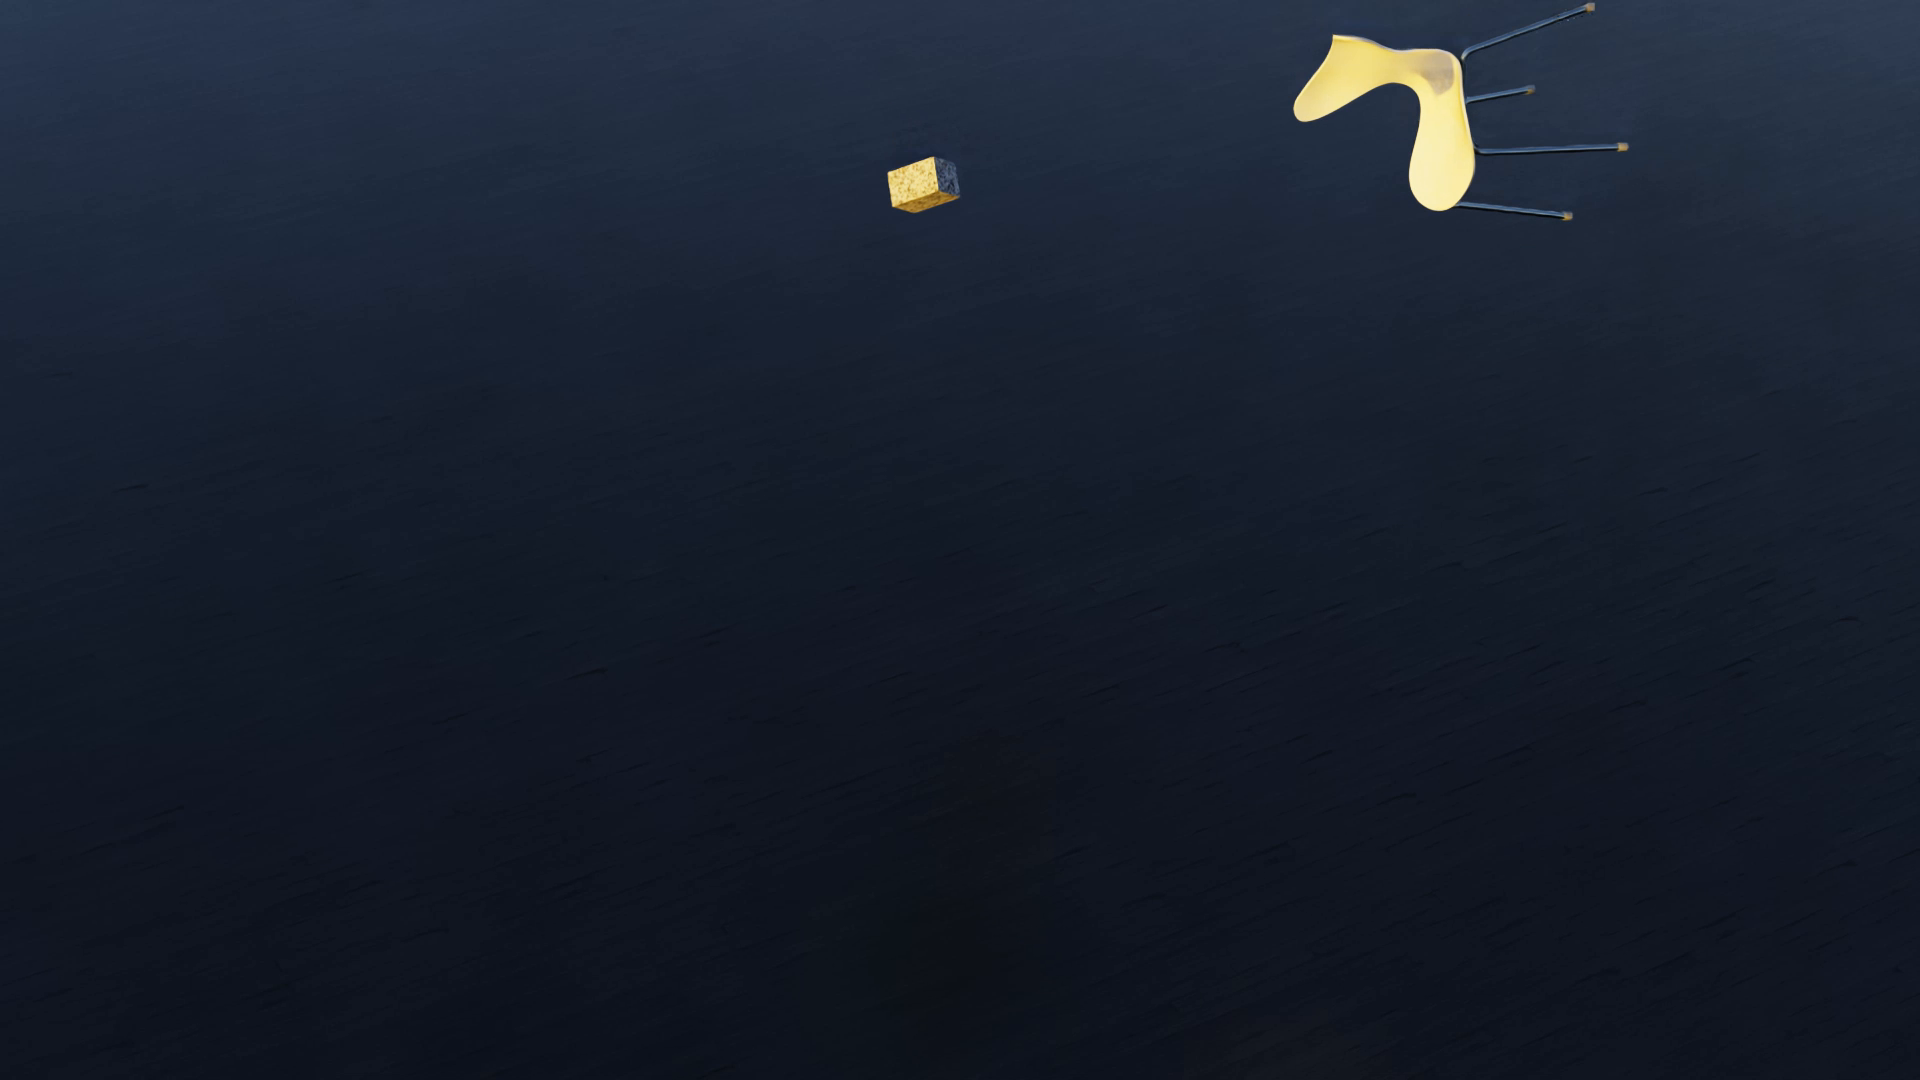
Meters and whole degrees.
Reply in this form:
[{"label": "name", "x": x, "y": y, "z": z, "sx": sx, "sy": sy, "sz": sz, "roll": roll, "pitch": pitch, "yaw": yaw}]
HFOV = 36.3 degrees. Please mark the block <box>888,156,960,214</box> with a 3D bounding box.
[{"label": "block", "x": -0.102, "y": -1.008, "z": 8.324, "sx": 0.160, "sy": 0.102, "sz": 0.111, "roll": -15, "pitch": -12, "yaw": 32}]
